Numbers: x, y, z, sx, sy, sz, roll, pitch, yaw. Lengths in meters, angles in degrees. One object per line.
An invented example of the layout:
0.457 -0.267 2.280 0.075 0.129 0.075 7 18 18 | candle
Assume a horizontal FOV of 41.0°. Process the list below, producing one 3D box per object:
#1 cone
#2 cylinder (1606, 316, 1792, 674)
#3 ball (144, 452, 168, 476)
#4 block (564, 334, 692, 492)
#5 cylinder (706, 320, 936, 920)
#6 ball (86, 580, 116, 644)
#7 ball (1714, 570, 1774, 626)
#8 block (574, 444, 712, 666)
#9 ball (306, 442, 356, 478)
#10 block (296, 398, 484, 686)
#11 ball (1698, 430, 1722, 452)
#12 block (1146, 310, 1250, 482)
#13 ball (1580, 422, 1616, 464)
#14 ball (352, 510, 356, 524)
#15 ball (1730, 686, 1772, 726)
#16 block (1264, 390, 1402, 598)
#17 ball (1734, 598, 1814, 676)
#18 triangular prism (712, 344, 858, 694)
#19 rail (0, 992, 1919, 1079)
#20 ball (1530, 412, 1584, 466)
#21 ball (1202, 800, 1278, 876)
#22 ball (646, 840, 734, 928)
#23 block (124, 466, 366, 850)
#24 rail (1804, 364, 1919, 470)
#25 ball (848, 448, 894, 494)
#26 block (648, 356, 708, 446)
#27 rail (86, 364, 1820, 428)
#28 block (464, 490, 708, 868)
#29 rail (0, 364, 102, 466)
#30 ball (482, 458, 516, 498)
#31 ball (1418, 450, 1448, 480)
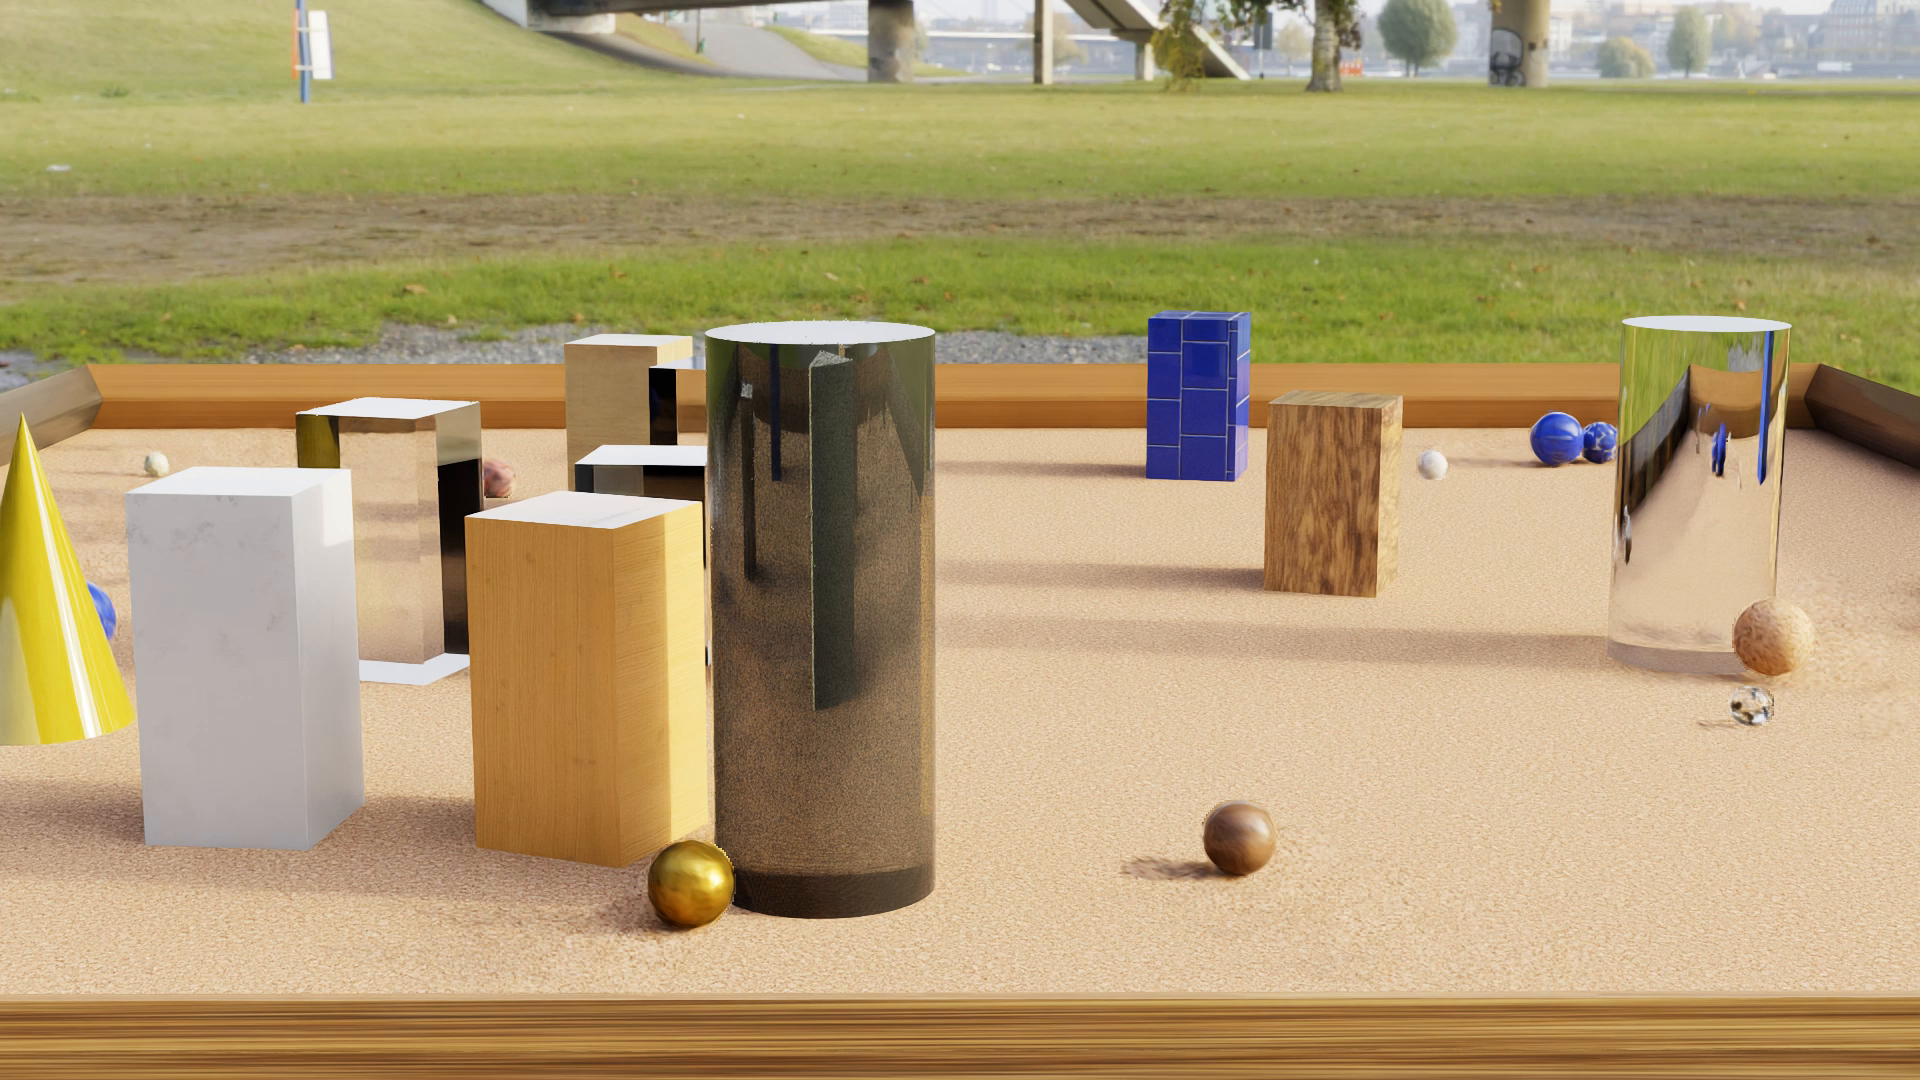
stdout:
-1.030 0.032 2.849 0.199 0.352 0.199 0 10 0 | cone
0.911 -0.060 3.172 0.199 0.416 0.199 0 10 0 | cylinder
-1.442 -0.135 4.602 0.044 0.044 0.044 0 10 0 | ball
-0.540 -0.186 4.212 0.160 0.286 0.160 3 11 14 | block
-0.121 0.065 2.271 0.199 0.498 0.199 0 10 0 | cylinder
-1.056 0.095 3.053 0.100 0.100 0.100 0 10 0 | ball
1.027 0.077 3.364 0.076 0.076 0.076 0 10 0 | ball
-0.383 0.017 3.214 0.160 0.250 0.160 1 11 4 | block
-1.092 -0.129 4.454 0.085 0.085 0.085 0 10 0 | ball
-0.688 -0.002 3.123 0.160 0.320 0.160 3 11 17 | block
1.432 -0.189 4.899 0.042 0.042 0.042 0 10 0 | ball
0.430 -0.261 4.618 0.160 0.286 0.160 3 11 14 | block
1.186 -0.180 4.756 0.077 0.077 0.077 0 10 0 | ball
-0.969 -0.030 3.943 0.076 0.076 0.076 0 10 0 | ball
0.883 0.185 2.863 0.046 0.046 0.046 0 10 0 | ball
0.529 -0.068 3.633 0.160 0.265 0.160 4 11 19 | block
0.973 0.116 3.069 0.092 0.092 0.092 0 10 0 | ball
-0.187 -0.030 3.068 0.173 0.395 0.150 2 11 13 | triangular prism
0.010 0.356 1.705 3.520 0.130 0.045 0 10 0 | rail
1.100 -0.186 4.727 0.099 0.099 0.099 0 10 0 | ball
0.255 0.271 2.338 0.068 0.068 0.068 0 10 0 | ball
-0.231 0.294 2.195 0.074 0.074 0.074 0 10 0 | ball
-0.683 0.110 2.468 0.160 0.338 0.160 1 11 6 | block
1.736 0.032 3.459 0.045 0.130 3.594 0 10 0 | rail
-0.153 -0.119 4.412 0.080 0.080 0.080 0 10 0 | ball
-0.360 -0.124 3.873 0.160 0.286 0.160 4 11 18 | block
-0.010 -0.289 5.192 3.520 0.130 0.045 0 10 0 | rail
-0.351 0.127 2.433 0.160 0.317 0.160 5 11 24 | block
-1.736 0.035 3.439 0.045 0.130 3.594 0 10 0 | rail
-0.791 -0.104 4.369 0.068 0.068 0.068 0 10 0 | ball
0.841 -0.133 4.567 0.052 0.052 0.052 0 10 0 | ball
